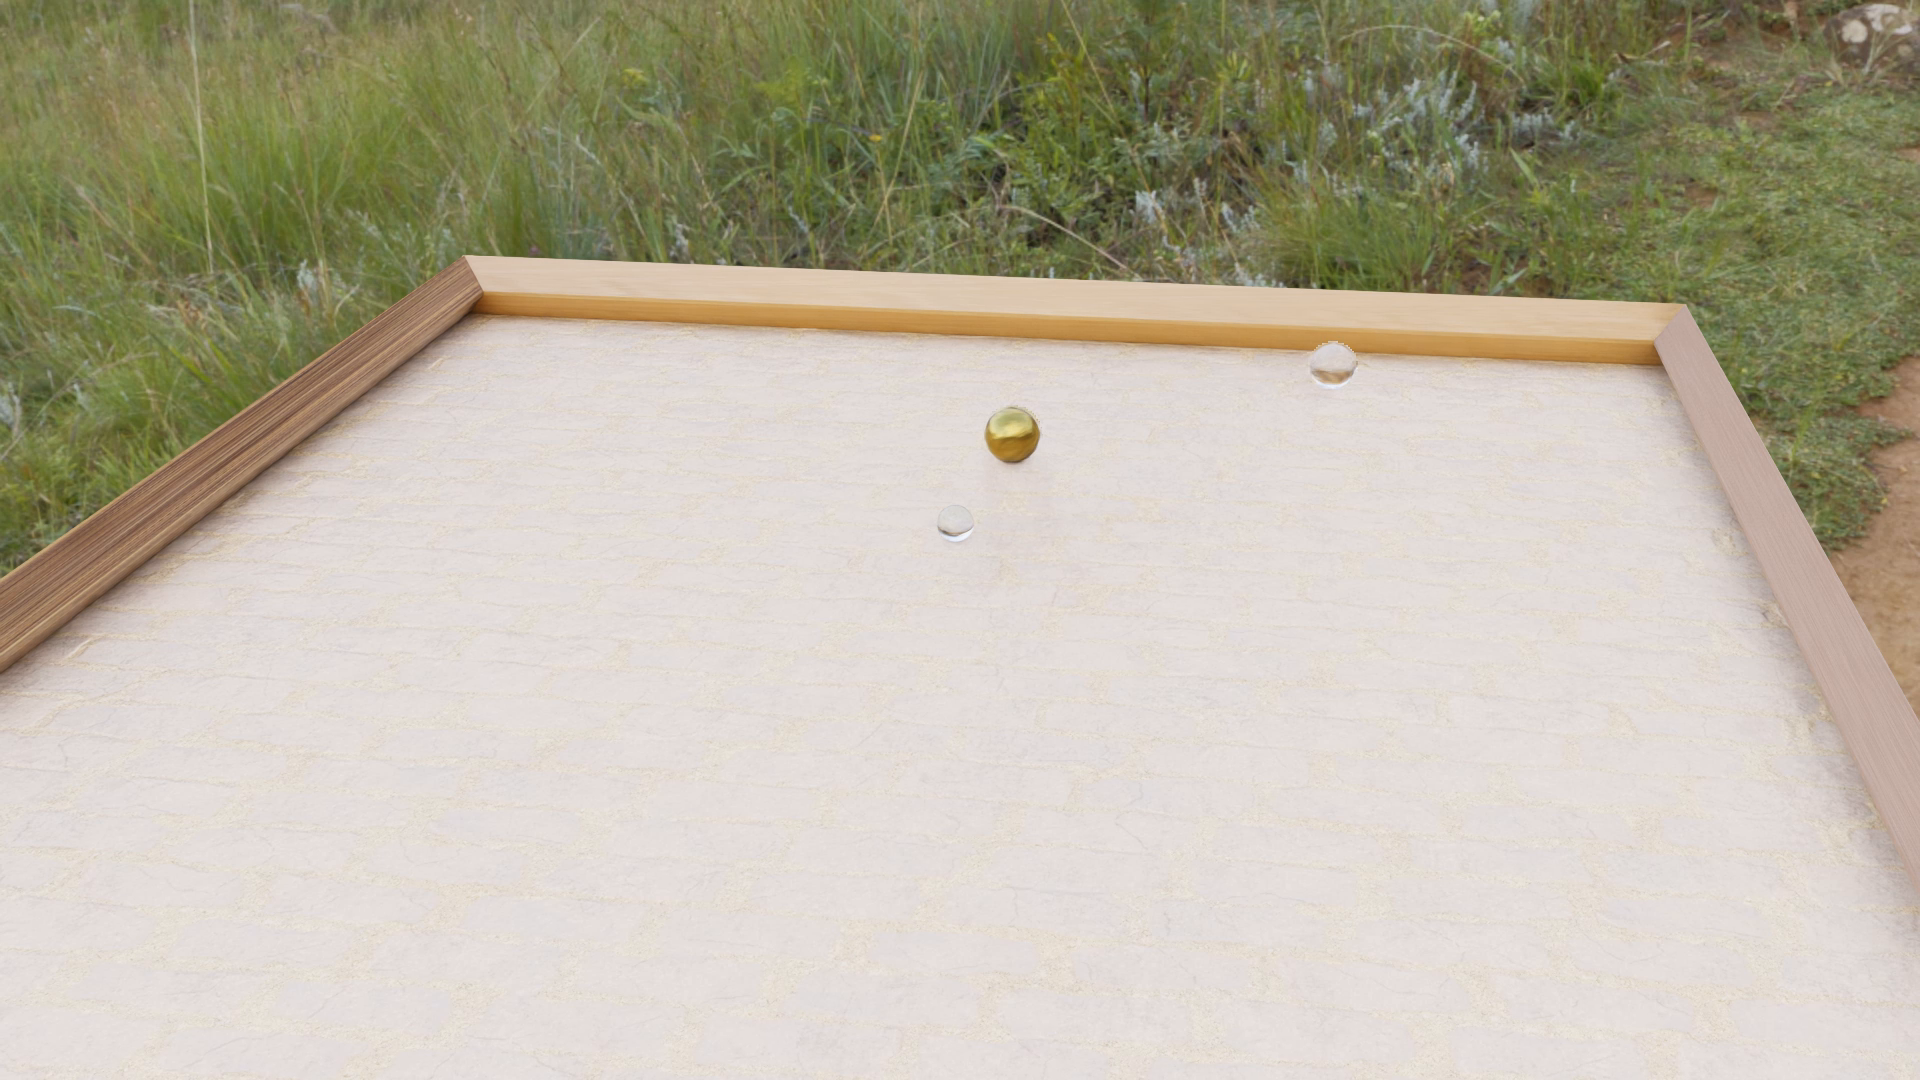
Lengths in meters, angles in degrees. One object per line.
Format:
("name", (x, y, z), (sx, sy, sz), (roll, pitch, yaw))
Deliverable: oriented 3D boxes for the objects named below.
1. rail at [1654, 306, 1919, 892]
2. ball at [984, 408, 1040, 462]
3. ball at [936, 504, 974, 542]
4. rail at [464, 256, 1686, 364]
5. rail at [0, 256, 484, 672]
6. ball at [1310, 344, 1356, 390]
("rail", (0.747, 0.364, 1.528), (0.045, 0.092, 3.586), (3, 22, 8))
("ball", (0.066, -0.133, 2.795), (0.071, 0.071, 0.071), (0, 22, 0))
("ball", (-0.005, -0.019, 2.548), (0.043, 0.043, 0.043), (0, 22, 0))
("rail", (0.132, -0.339, 3.276), (1.832, 0.092, 0.045), (3, 22, 8))
("rail", (-1.018, 0.263, 1.778), (0.045, 0.092, 3.586), (3, 22, 8))
("ball", (0.522, -0.243, 3.077), (0.064, 0.064, 0.064), (0, 22, 0))
